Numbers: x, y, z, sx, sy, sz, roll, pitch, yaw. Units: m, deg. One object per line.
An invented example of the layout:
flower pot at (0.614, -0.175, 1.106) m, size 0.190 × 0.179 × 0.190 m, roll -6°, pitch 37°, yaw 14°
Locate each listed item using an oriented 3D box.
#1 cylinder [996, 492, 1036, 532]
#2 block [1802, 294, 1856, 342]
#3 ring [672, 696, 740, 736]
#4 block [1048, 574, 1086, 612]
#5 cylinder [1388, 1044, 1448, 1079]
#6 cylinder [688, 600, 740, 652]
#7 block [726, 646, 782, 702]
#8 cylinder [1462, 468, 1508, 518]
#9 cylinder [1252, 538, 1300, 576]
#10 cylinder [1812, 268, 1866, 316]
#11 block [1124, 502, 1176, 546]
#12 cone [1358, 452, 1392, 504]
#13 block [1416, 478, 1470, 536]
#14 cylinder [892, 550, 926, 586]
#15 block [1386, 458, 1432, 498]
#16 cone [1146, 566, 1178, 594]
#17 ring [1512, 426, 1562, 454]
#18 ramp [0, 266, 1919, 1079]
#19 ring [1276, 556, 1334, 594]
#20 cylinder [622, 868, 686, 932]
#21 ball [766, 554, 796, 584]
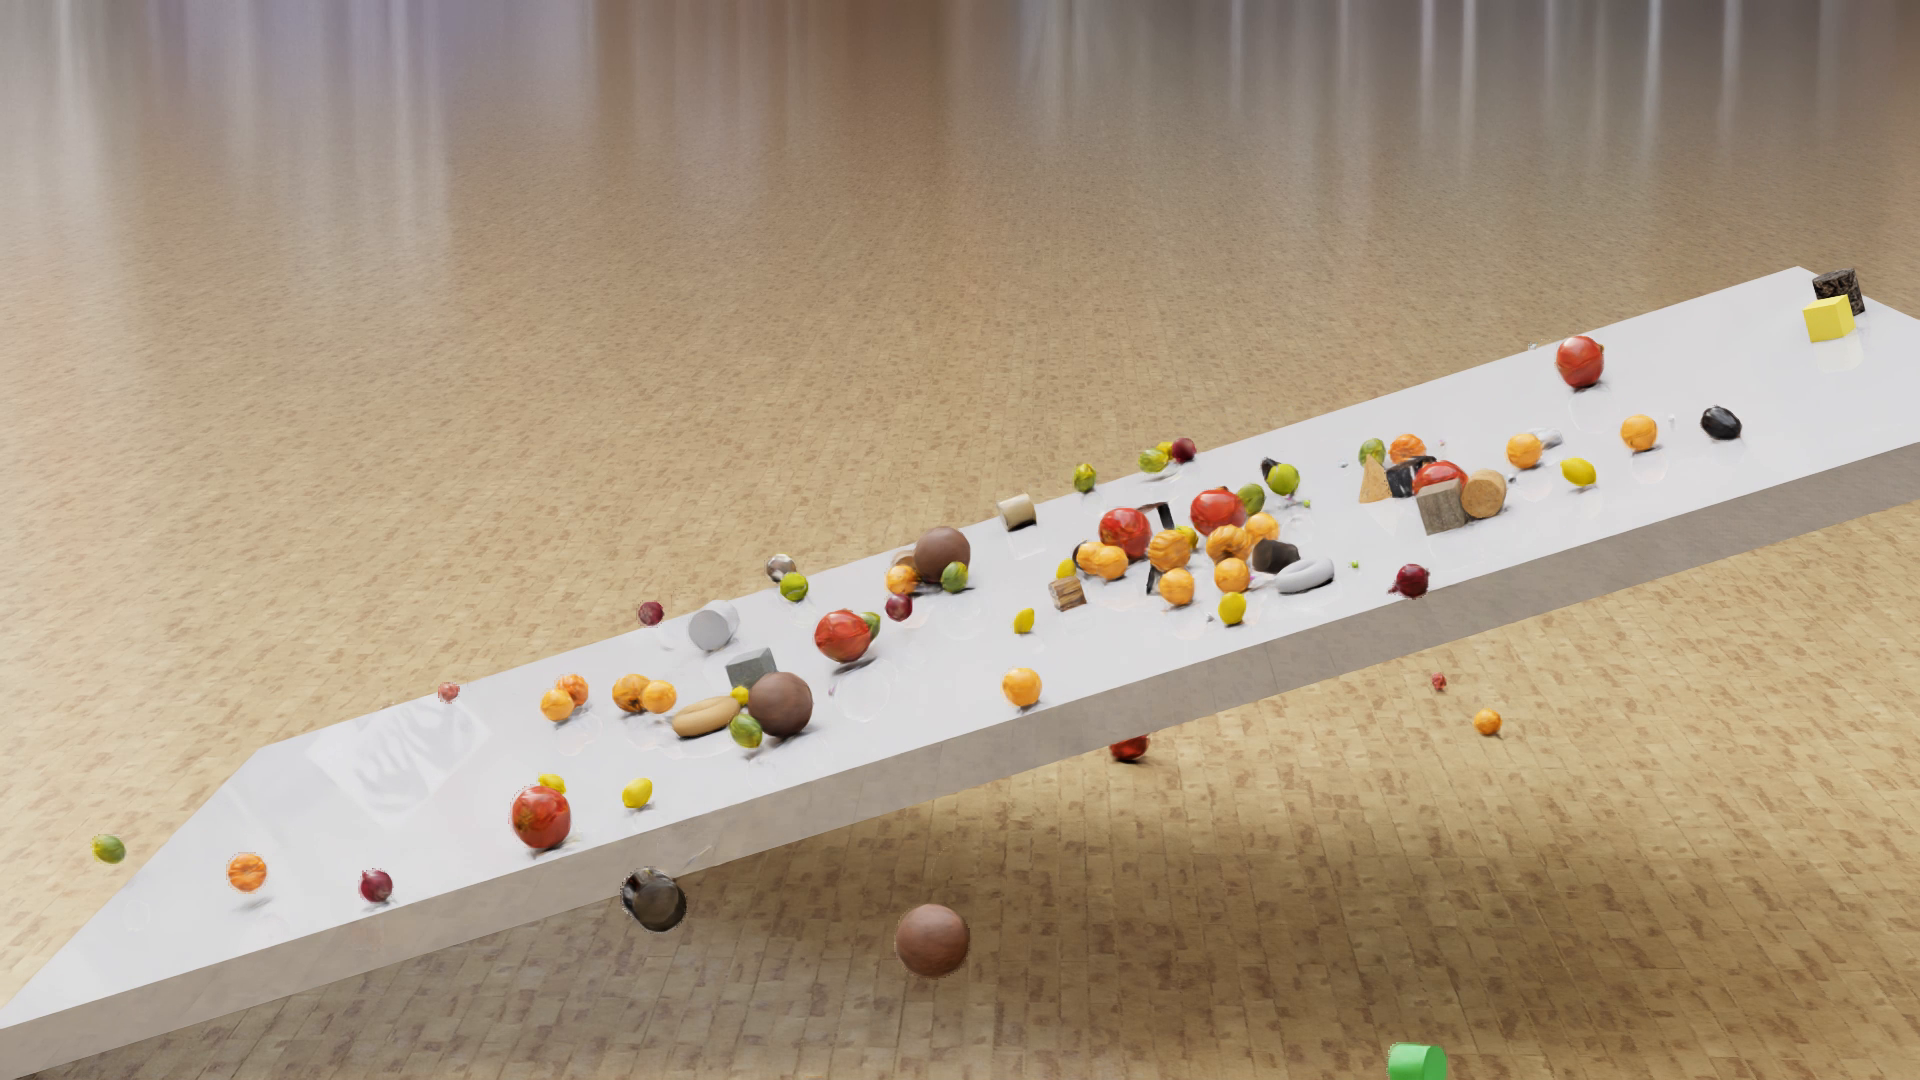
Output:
cylinder at (0.136, -0.067, 7.053) m, size 0.074 × 0.074 × 0.074 m, roll -20°, pitch 15°, yaw -8°
block at (1.836, -0.467, 6.212) m, size 0.073 × 0.073 × 0.073 m, roll -10°, pitch 14°, yaw 40°
ring at (-0.522, 0.362, 6.045) m, size 0.146 × 0.049 × 0.146 m, roll -17°, pitch 10°, yaw 3°
block at (0.220, 0.110, 6.054) m, size 0.055 × 0.055 × 0.055 m, roll -20°, pitch 11°, yaw -10°
cylinder at (0.758, 0.871, 4.869) m, size 0.069 × 0.069 × 0.069 m, roll -7°, pitch 4°, yaw 43°
cylinder at (-0.570, 0.198, 6.817) m, size 0.097 × 0.097 × 0.097 m, roll 2°, pitch 13°, yaw 9°
block at (-0.437, 0.283, 6.219) m, size 0.079 × 0.079 × 0.079 m, roll -15°, pitch 11°, yaw 15°
cylinder at (1.010, -0.089, 5.663) m, size 0.079 × 0.079 × 0.079 m, roll 4°, pitch 17°, yaw 17°
cylinder at (0.609, 0.035, 5.676) m, size 0.065 × 0.065 × 0.065 m, roll 11°, pitch 4°, yaw -32°
cylinder at (1.903, -0.530, 6.370) m, size 0.092 × 0.092 × 0.092 m, roll -18°, pitch 10°, yaw 3°
block at (0.414, -0.035, 6.417) m, size 0.072 × 0.072 × 0.072 m, roll -26°, pitch 13°, yaw -35°
cone at (0.862, -0.139, 6.118) m, size 0.097 × 0.097 × 0.097 m, roll -18°, pitch 10°, yaw 3°
block at (0.932, -0.064, 5.670) m, size 0.078 × 0.078 × 0.078 m, roll -14°, pitch 11°, yaw 21°
cylinder at (-0.119, 0.065, 6.800) m, size 0.074 × 0.074 × 0.074 m, roll -1°, pitch 11°, yaw -7°
block at (0.923, -0.126, 6.049) m, size 0.061 × 0.061 × 0.061 m, roll -8°, pitch 15°, yaw 44°
cone at (0.411, 0.085, 5.929) m, size 0.063 × 0.063 × 0.063 m, roll 11°, pitch 13°, yaw 7°
ring at (1.192, -0.208, 6.082) m, size 0.106 × 0.035 × 0.106 m, roll -17°, pitch 11°, yaw 3°
ramp at (0.102, 0.182, 6.309) m, size 4.000 × 0.100 × 2.000 m, roll -17°, pitch 11°, yaw 5°
ring at (0.654, 0.066, 5.580) m, size 0.118 × 0.039 × 0.118 m, roll -21°, pitch 12°, yaw 5°
cylinder at (-0.544, 0.640, 5.229) m, size 0.093 × 0.093 × 0.093 m, roll -4°, pitch 8°, yaw -19°
ball at (-0.447, 0.072, 7.338) m, size 0.075 × 0.075 × 0.075 m, roll 0°, pitch 12°, yaw 0°
